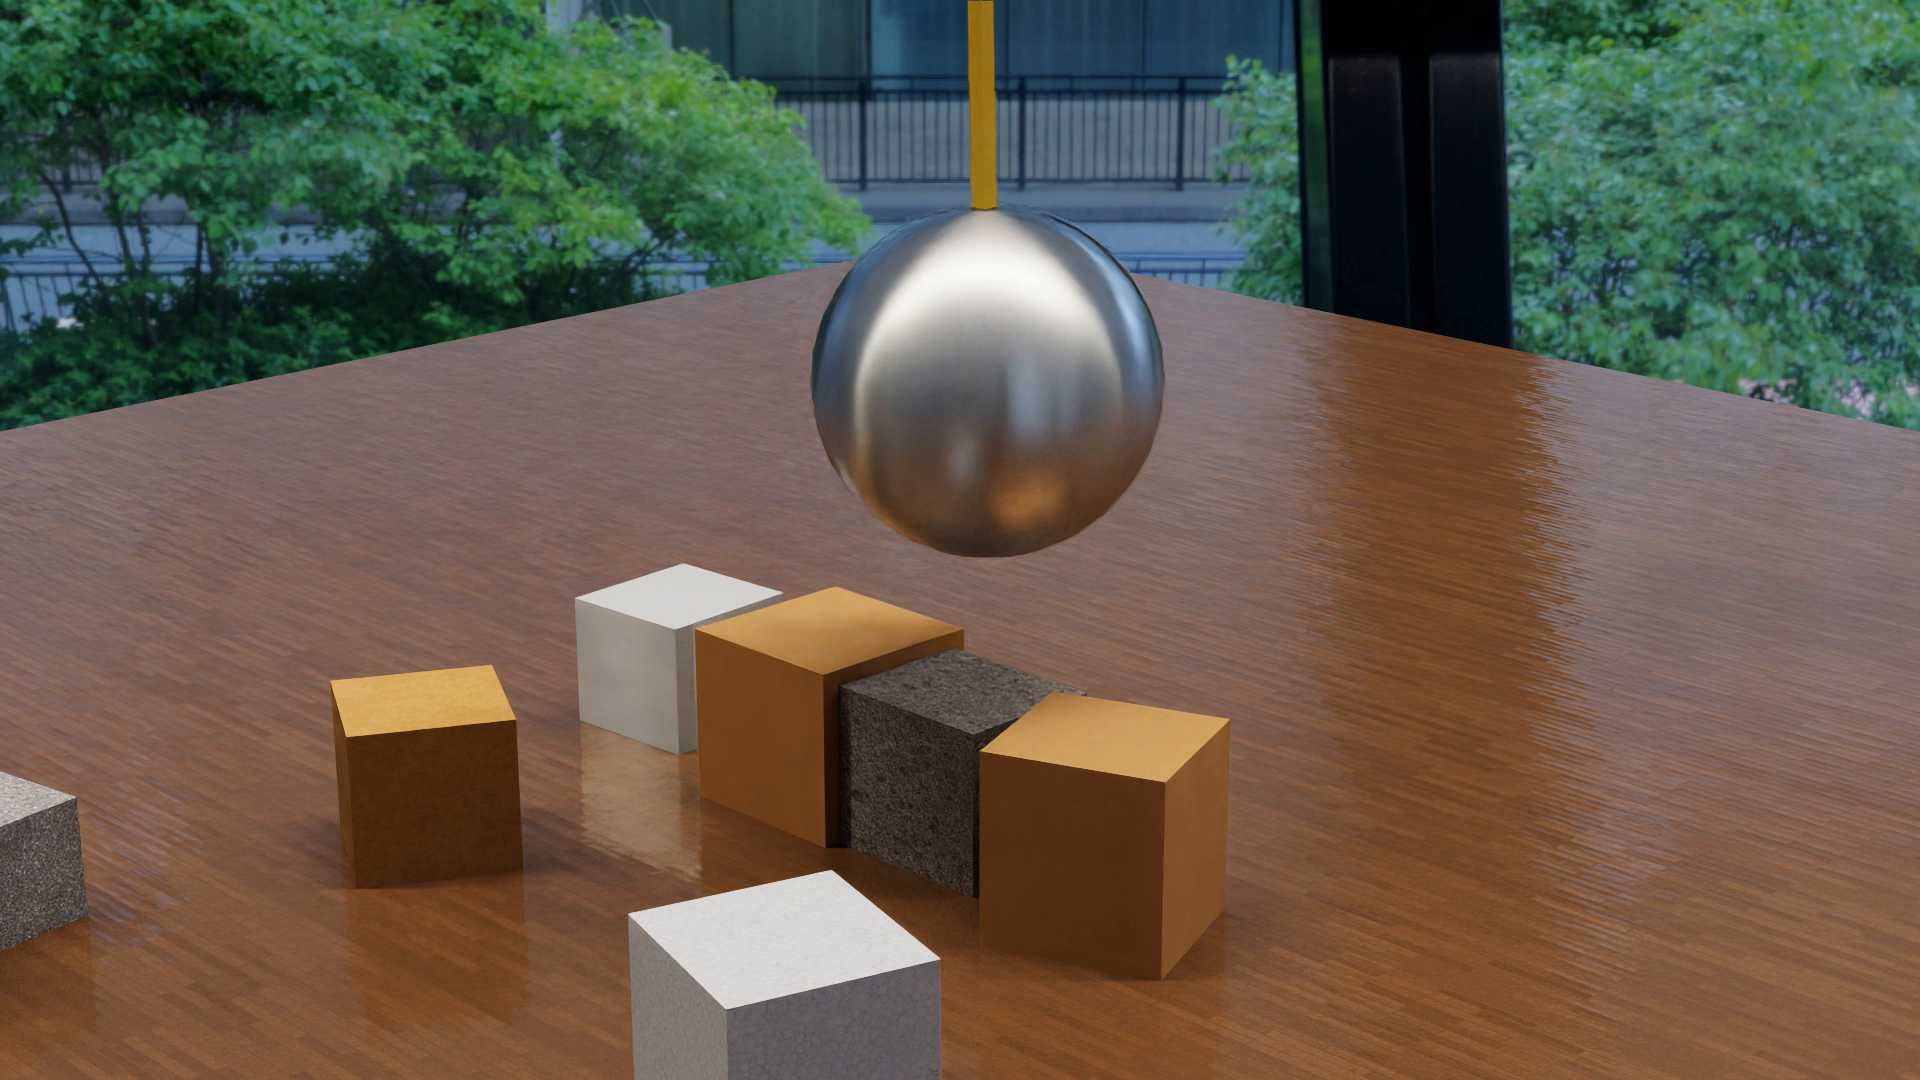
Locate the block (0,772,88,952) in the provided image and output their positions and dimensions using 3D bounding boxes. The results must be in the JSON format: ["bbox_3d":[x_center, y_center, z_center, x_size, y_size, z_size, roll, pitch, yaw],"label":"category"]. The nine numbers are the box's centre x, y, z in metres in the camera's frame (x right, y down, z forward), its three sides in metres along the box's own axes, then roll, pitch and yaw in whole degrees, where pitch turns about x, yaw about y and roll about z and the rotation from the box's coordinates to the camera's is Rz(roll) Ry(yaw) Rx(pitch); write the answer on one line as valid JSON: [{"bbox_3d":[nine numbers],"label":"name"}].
[{"bbox_3d":[-4.286,1.417,12.898,0.592,0.563,0.571,12,21,33],"label":"block"}]

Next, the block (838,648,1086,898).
[{"bbox_3d":[0.011,1.065,13.636,0.742,0.791,0.876,-17,24,-42],"label":"block"}]

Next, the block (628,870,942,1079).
[{"bbox_3d":[-0.658,1.872,10.951,0.850,0.861,0.903,-9,20,-27],"label":"block"}]

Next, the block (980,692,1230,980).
[{"bbox_3d":[0.634,1.272,12.788,0.843,0.904,0.801,8,19,23],"label":"block"}]

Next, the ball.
[{"bbox_3d":[0.124,-0.717,13.247,1.600,1.600,1.600,0,17,0],"label":"ball"}]

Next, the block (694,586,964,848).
[{"bbox_3d":[-0.628,0.838,14.237,0.918,0.863,0.913,-17,24,-42],"label":"block"}]

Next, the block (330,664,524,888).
[{"bbox_3d":[-2.486,1.090,13.647,0.758,0.738,0.760,-5,18,-16],"label":"block"}]

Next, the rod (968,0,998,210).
[{"bbox_3d":[0.054,-3.939,12.160,0.080,5.200,0.080,17,26,42],"label":"rod"}]

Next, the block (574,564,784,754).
[{"bbox_3d":[-1.453,0.608,15.287,0.751,0.673,0.773,15,23,39],"label":"block"}]
